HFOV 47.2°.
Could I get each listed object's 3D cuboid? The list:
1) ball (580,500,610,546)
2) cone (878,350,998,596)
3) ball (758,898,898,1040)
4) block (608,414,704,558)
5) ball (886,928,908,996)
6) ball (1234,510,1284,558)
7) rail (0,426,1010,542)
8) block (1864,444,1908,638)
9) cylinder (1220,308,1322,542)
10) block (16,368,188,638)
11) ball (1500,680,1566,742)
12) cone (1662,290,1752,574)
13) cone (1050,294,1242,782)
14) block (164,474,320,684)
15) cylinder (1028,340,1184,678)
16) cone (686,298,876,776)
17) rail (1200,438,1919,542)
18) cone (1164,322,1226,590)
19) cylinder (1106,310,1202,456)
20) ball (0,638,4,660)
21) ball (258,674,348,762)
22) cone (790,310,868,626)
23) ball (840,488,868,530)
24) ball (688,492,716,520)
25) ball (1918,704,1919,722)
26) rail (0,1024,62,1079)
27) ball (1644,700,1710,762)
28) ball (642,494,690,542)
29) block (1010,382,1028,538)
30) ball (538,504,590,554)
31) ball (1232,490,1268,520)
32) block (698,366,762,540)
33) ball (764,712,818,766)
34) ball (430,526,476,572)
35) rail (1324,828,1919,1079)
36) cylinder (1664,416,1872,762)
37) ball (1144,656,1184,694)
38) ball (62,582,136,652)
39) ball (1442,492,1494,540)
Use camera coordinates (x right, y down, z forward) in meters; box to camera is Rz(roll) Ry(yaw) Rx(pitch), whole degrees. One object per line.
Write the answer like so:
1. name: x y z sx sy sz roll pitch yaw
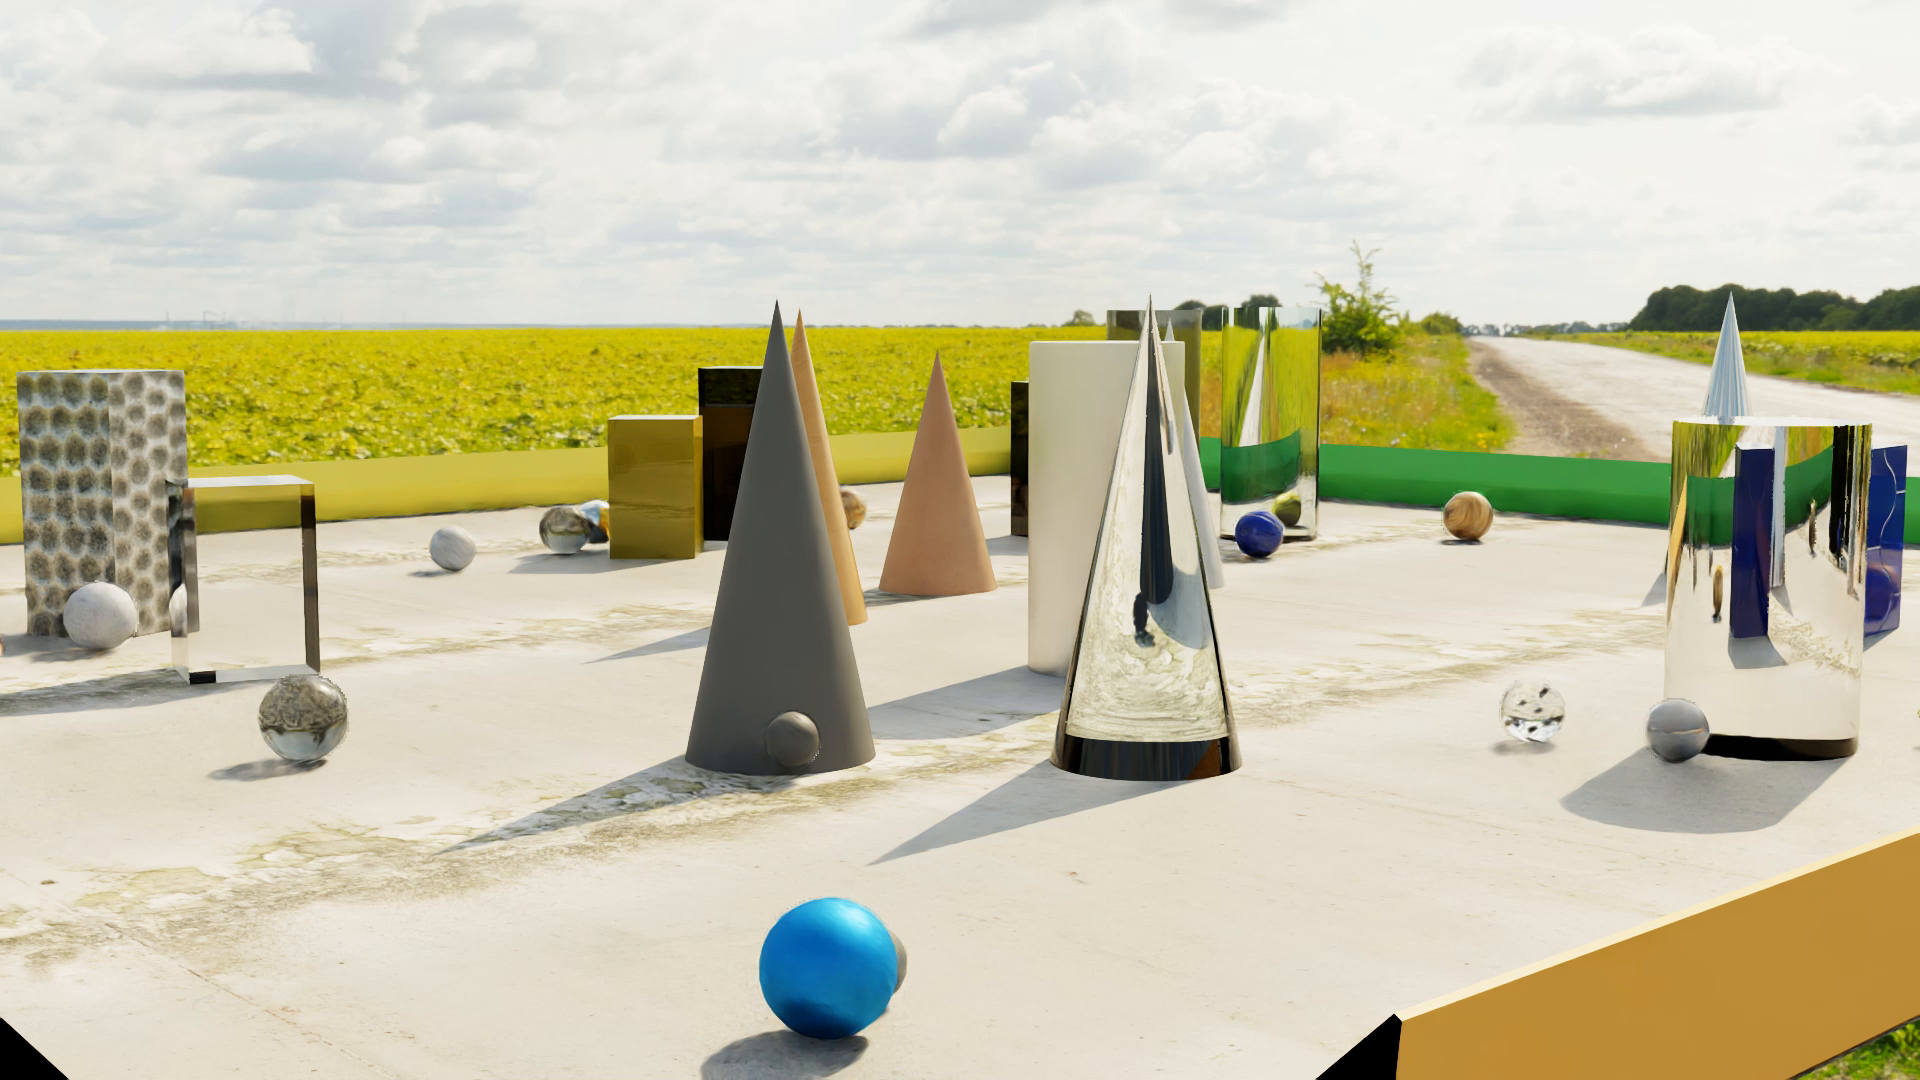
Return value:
1. ball: -0.670 -0.032 4.060 0.083 0.083 0.083 0 6 0
2. cone: -0.035 -0.113 3.492 0.190 0.381 0.190 0 6 0
3. ball: -0.080 0.262 1.345 0.085 0.085 0.085 0 6 0
4. block: -0.549 -0.098 3.980 0.152 0.249 0.152 0 6 -1
5. ball: -0.060 0.272 1.410 0.052 0.052 0.052 0 6 0
6. ball: 0.534 -0.011 3.925 0.087 0.087 0.087 0 6 0
7. rail: -1.242 -0.109 4.671 3.821 0.123 0.045 -6 8 -42
8. block: 1.207 -0.005 3.059 0.152 0.256 0.152 6 8 43
9. cylinder: 0.600 -0.226 4.254 0.190 0.446 0.190 0 6 0
10. block: -1.175 -0.053 3.028 0.152 0.359 0.152 2 6 20
11. ball: 0.589 0.176 2.260 0.065 0.065 0.065 0 6 0
12. cone: 1.279 -0.179 3.672 0.190 0.474 0.190 0 6 0
13. cone: 0.183 -0.012 2.145 0.190 0.462 0.190 0 6 0
14. block: -0.881 0.044 2.698 0.152 0.234 0.152 -3 7 -27
15. cylinder: 0.179 -0.042 2.709 0.190 0.403 0.190 0 6 0
16. cone: -0.179 -0.011 2.172 0.190 0.455 0.190 0 6 0
17. rail: 1.387 -0.102 4.605 0.045 0.123 3.710 -6 8 -42
18. cone: 0.335 -0.142 3.537 0.190 0.428 0.190 0 6 0
19. cylinder: 0.388 -0.241 4.420 0.190 0.440 0.190 0 6 0
20. ball: -1.197 0.132 2.672 0.064 0.064 0.064 0 6 0
21. ball: -0.647 0.175 2.165 0.085 0.085 0.085 0 6 0
22. cone: -0.226 -0.108 3.127 0.190 0.447 0.190 0 6 0
23. ball: -0.228 -0.062 4.416 0.084 0.084 0.084 0 6 0
24. ball: -0.542 -0.071 4.631 0.059 0.059 0.059 0 6 0
25. ball: 1.010 0.177 2.234 0.068 0.068 0.068 0 6 0
26. rail: -1.387 0.166 2.060 0.045 0.123 3.710 -6 8 -42
27. ball: 0.706 0.188 2.166 0.061 0.061 0.061 0 6 0
28. ball: -0.550 -0.042 4.106 0.088 0.088 0.088 0 6 0
29. block: 0.204 -0.157 4.291 0.152 0.301 0.152 -4 7 -31
30. ball: -0.716 -0.019 3.981 0.091 0.091 0.091 0 6 0
31. ball: 0.600 -0.069 4.553 0.070 0.070 0.070 0 6 0
32. block: -0.411 -0.170 4.270 0.152 0.330 0.152 1 6 10
33. ball: -0.159 0.189 2.080 0.051 0.051 0.051 0 6 0
34. ball: -0.861 0.014 3.732 0.078 0.078 0.078 0 6 0
35. rail: 1.242 0.173 1.994 3.821 0.123 0.045 -6 8 -42
36. cylinder: 0.821 0.044 2.243 0.190 0.330 0.190 0 6 0
37. ball: 0.236 0.156 2.545 0.044 0.044 0.044 0 6 0
38. ball: -1.119 0.100 2.862 0.090 0.090 0.090 0 6 0
39. ball: 0.975 -0.046 4.218 0.095 0.095 0.095 0 6 0
